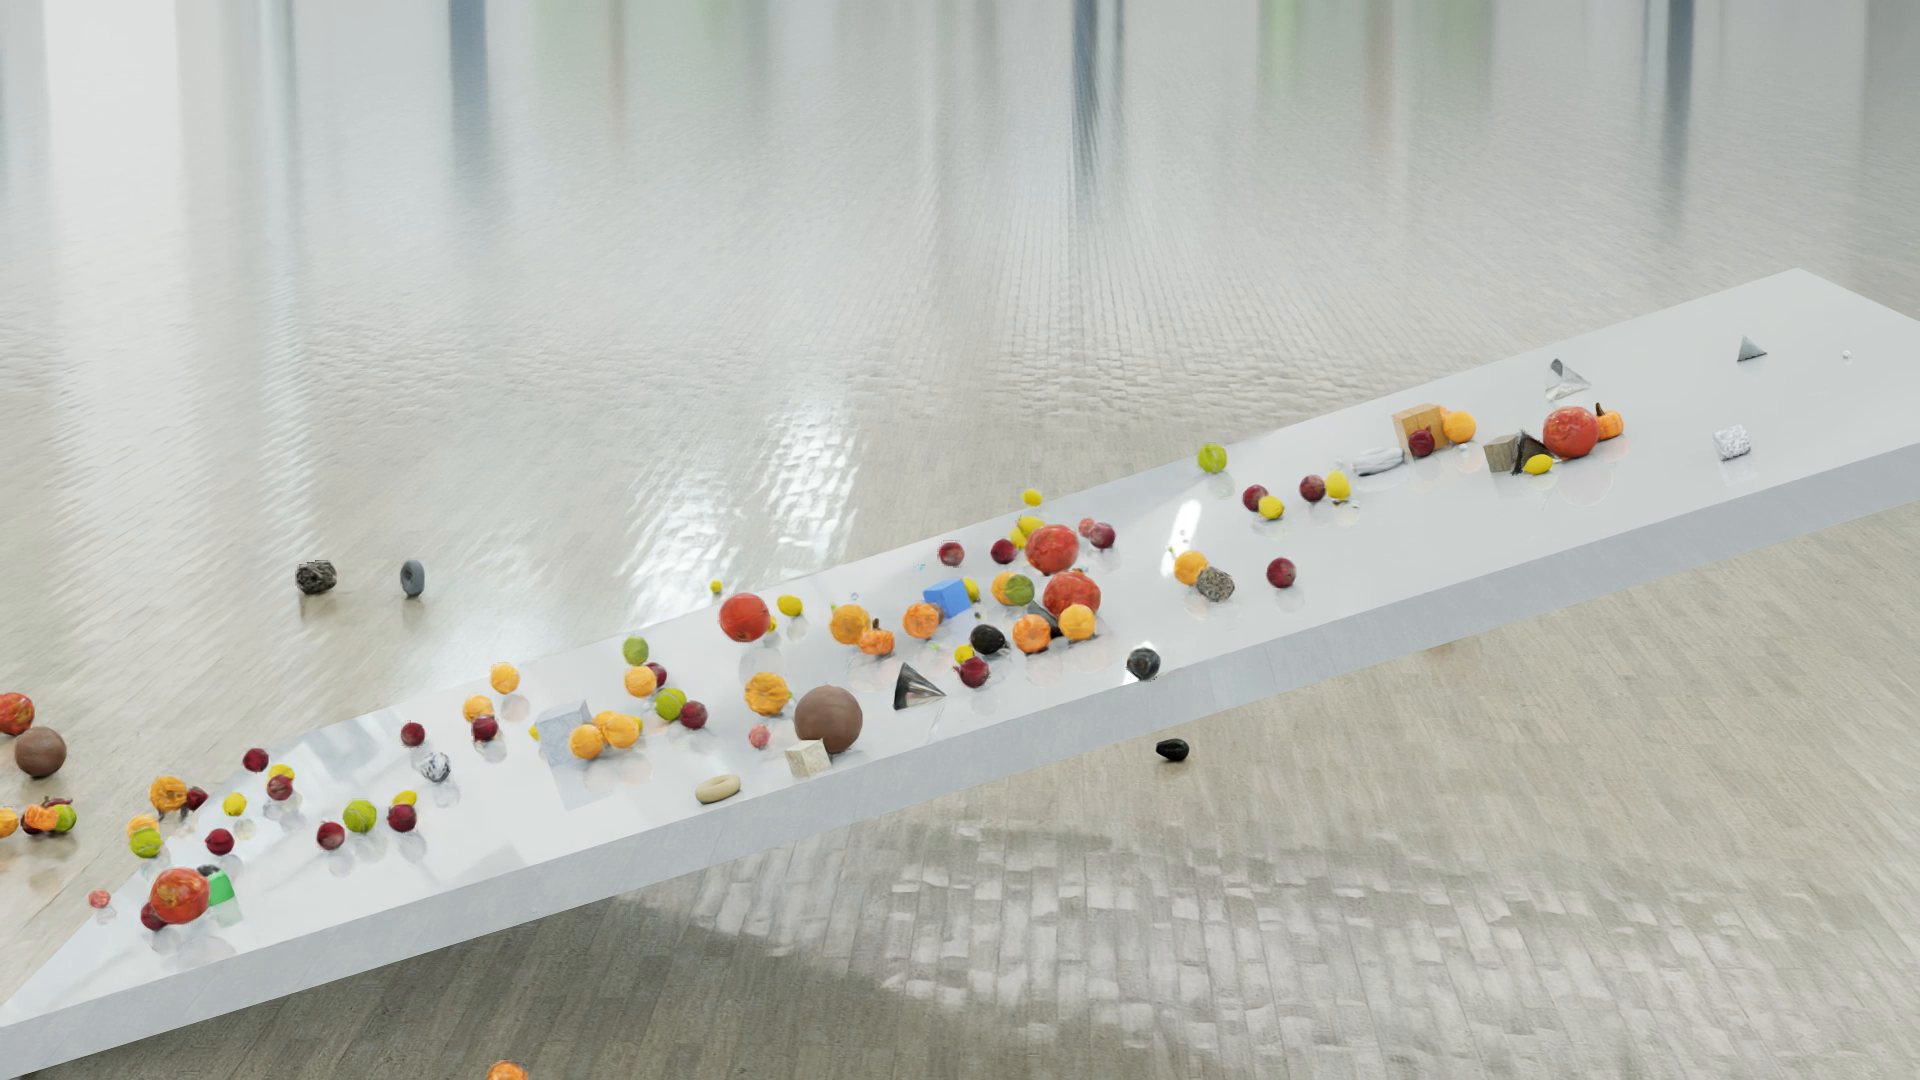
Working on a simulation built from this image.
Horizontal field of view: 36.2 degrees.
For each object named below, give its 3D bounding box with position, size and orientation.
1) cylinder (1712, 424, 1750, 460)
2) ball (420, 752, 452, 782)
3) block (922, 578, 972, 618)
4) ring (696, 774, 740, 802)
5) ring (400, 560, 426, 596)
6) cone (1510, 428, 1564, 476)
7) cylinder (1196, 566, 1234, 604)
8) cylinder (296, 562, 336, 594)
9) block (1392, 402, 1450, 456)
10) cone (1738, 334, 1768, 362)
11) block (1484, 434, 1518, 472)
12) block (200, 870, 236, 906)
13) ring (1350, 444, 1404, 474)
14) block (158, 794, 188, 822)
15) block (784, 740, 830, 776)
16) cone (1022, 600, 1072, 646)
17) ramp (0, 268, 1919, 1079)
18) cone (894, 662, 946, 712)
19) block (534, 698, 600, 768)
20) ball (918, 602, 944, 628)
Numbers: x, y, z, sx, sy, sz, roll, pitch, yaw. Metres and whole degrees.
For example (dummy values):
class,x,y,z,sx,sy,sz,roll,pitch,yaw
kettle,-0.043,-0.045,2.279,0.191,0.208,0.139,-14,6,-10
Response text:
class,x,y,z,sx,sy,sz,roll,pitch,yaw
cylinder,1.438,-0.181,5.481,0.054,0.054,0.054,-18,12,2
ball,-1.135,0.491,6.371,0.065,0.065,0.065,0,12,0
block,-0.028,0.128,6.357,0.066,0.066,0.066,-27,13,-38
ring,-0.449,0.461,5.456,0.089,0.030,0.089,-17,12,4
ring,-1.786,0.124,9.604,0.041,0.123,0.123,-6,13,-39
cone,1.166,-0.169,5.907,0.100,0.100,0.100,10,13,5
cylinder,0.494,0.086,5.695,0.059,0.059,0.059,-3,19,-15
cylinder,-2.115,0.125,9.670,0.092,0.092,0.092,8,14,34
block,1.007,-0.242,6.436,0.087,0.087,0.087,-19,10,-4
cone,1.692,-0.403,6.265,0.059,0.059,0.059,12,14,12
block,1.114,-0.177,5.997,0.059,0.059,0.059,-7,15,46
block,-1.500,0.702,5.942,0.051,0.051,0.051,-22,11,-18
ring,0.908,-0.175,6.392,0.121,0.040,0.121,-17,11,3
block,-1.921,0.656,7.179,0.053,0.053,0.053,1,12,7
block,-0.281,0.401,5.412,0.052,0.052,0.052,-26,13,-37
cone,0.178,0.174,5.830,0.093,0.093,0.093,12,14,11
ramp,0.101,0.182,6.310,4.000,0.100,2.000,-17,10,5
cone,-0.069,0.291,5.644,0.096,0.096,0.096,11,13,9
block,-0.826,0.405,6.192,0.099,0.099,0.099,-18,10,3
ball,-0.061,0.160,6.276,0.055,0.055,0.055,0,12,0
